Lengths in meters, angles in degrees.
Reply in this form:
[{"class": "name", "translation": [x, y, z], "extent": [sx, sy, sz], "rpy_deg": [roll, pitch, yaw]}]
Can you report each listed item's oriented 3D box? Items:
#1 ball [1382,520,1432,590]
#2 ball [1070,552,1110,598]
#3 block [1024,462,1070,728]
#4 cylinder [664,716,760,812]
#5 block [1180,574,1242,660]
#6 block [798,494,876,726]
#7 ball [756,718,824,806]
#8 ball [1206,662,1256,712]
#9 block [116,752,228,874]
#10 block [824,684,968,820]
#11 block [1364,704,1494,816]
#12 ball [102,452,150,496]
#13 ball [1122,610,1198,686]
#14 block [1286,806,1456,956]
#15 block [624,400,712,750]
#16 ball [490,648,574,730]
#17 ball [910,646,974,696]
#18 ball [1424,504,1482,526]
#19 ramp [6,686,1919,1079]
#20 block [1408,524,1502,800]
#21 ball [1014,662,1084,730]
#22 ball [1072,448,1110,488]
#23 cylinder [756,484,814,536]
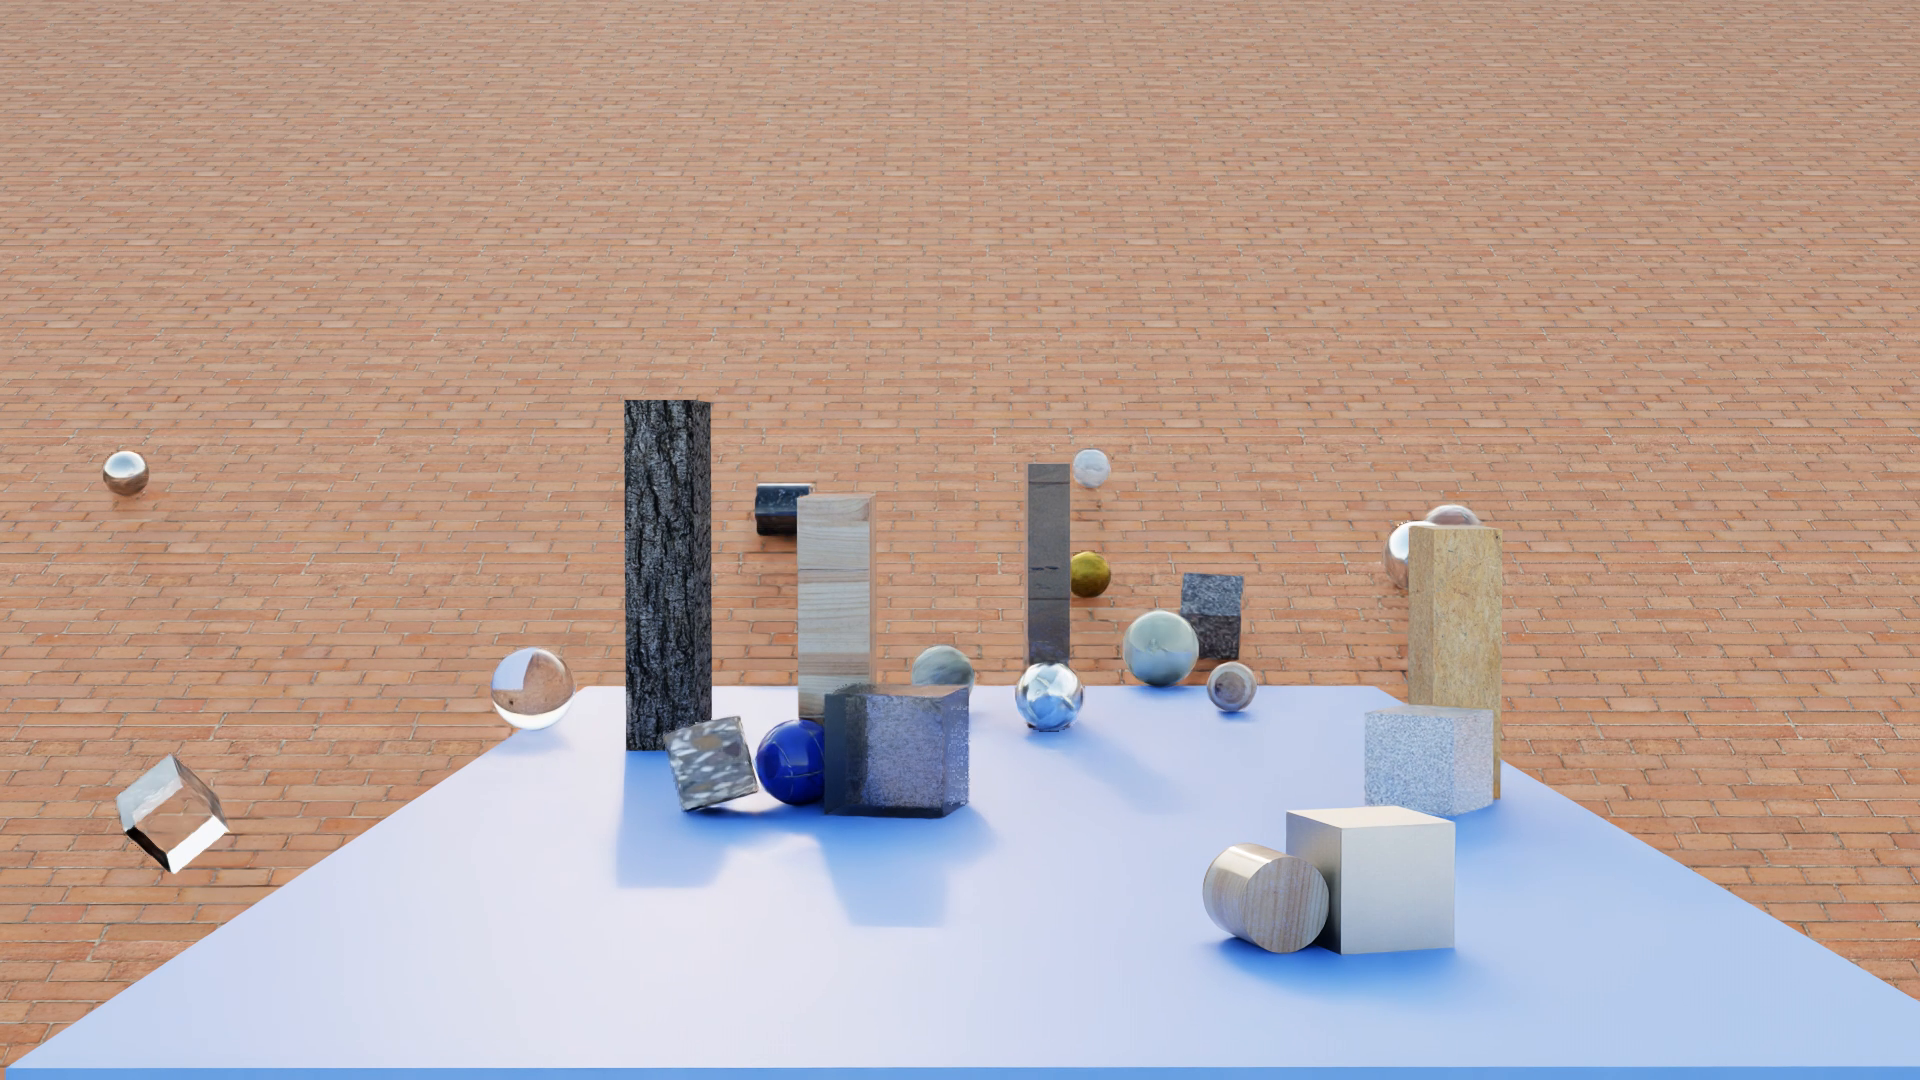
[{"class": "ball", "translation": [1.293, 0.047, 7.254], "extent": [0.202, 0.202, 0.202], "rpy_deg": [0, 24, 0]}, {"class": "ball", "translation": [0.358, 0.098, 7.227], "extent": [0.131, 0.131, 0.131], "rpy_deg": [0, 24, 0]}, {"class": "block", "translation": [0.192, 0.115, 5.747], "extent": [0.090, 0.572, 0.356], "rpy_deg": [0, 2, 0]}, {"class": "cylinder", "translation": [-0.415, 0.374, 4.305], "extent": [0.130, 0.130, 0.130], "rpy_deg": [-15, -7, -2]}, {"class": "block", "translation": [0.672, 0.205, 6.901], "extent": [0.159, 0.159, 0.159], "rpy_deg": [3, 41, 7]}, {"class": "block", "translation": [-0.219, 0.181, 4.658], "extent": [0.124, 0.521, 0.403], "rpy_deg": [0, 2, 0]}, {"class": "ball", "translation": [-0.275, 0.378, 4.390], "extent": [0.147, 0.147, 0.147], "rpy_deg": [0, 24, 0]}, {"class": "ball", "translation": [0.624, 0.337, 5.914], "extent": [0.114, 0.114, 0.114], "rpy_deg": [0, 24, 0]}, {"class": "block", "translation": [-1.762, 0.612, 5.759], "extent": [0.158, 0.158, 0.158], "rpy_deg": [-39, 35, -4]}, {"class": "block", "translation": [-0.105, 0.353, 4.342], "extent": [0.201, 0.201, 0.201], "rpy_deg": [0, 2, 13]}, {"class": "block", "translation": [0.796, 0.371, 4.369], "extent": [0.162, 0.162, 0.162], "rpy_deg": [1, 3, 35]}, {"class": "ball", "translation": [-2.558, -0.204, 7.900], "extent": [0.137, 0.137, 0.137], "rpy_deg": [0, 24, 0]}, {"class": "ball", "translation": [0.508, 0.275, 6.526], "extent": [0.194, 0.194, 0.194], "rpy_deg": [0, 24, 0]}, {"class": "block", "translation": [0.507, 0.419, 3.195], "extent": [0.153, 0.153, 0.153], "rpy_deg": [-1, 2, -18]}, {"class": "block", "translation": [-0.601, 0.065, 5.334], "extent": [0.139, 0.704, 0.361], "rpy_deg": [0, 2, 0]}, {"class": "ball", "translation": [-0.919, 0.321, 5.542], "extent": [0.177, 0.177, 0.177], "rpy_deg": [0, 24, 0]}, {"class": "ball", "translation": [-0.040, 0.319, 5.956], "extent": [0.149, 0.149, 0.149], "rpy_deg": [0, 24, 0]}, {"class": "ball", "translation": [1.412, -0.009, 7.398], "extent": [0.187, 0.187, 0.187], "rpy_deg": [0, 24, 0]}, {"class": "ramp", "translation": [0.055, 0.496, 4.544], "extent": [2.000, 0.100, 4.000], "rpy_deg": [0, 2, 0]}, {"class": "block", "translation": [0.876, 0.211, 4.572], "extent": [0.118, 0.468, 0.248], "rpy_deg": [0, 2, 0]}, {"class": "ball", "translation": [0.190, 0.333, 5.503], "extent": [0.146, 0.146, 0.146], "rpy_deg": [0, 24, 0]}, {"class": "ball", "translation": [0.405, -0.222, 7.965], "extent": [0.119, 0.119, 0.119], "rpy_deg": [0, 24, 0]}, {"class": "cylinder", "translation": [-0.516, -0.091, 7.617], "extent": [0.155, 0.155, 0.155], "rpy_deg": [0, 24, 4]}]
